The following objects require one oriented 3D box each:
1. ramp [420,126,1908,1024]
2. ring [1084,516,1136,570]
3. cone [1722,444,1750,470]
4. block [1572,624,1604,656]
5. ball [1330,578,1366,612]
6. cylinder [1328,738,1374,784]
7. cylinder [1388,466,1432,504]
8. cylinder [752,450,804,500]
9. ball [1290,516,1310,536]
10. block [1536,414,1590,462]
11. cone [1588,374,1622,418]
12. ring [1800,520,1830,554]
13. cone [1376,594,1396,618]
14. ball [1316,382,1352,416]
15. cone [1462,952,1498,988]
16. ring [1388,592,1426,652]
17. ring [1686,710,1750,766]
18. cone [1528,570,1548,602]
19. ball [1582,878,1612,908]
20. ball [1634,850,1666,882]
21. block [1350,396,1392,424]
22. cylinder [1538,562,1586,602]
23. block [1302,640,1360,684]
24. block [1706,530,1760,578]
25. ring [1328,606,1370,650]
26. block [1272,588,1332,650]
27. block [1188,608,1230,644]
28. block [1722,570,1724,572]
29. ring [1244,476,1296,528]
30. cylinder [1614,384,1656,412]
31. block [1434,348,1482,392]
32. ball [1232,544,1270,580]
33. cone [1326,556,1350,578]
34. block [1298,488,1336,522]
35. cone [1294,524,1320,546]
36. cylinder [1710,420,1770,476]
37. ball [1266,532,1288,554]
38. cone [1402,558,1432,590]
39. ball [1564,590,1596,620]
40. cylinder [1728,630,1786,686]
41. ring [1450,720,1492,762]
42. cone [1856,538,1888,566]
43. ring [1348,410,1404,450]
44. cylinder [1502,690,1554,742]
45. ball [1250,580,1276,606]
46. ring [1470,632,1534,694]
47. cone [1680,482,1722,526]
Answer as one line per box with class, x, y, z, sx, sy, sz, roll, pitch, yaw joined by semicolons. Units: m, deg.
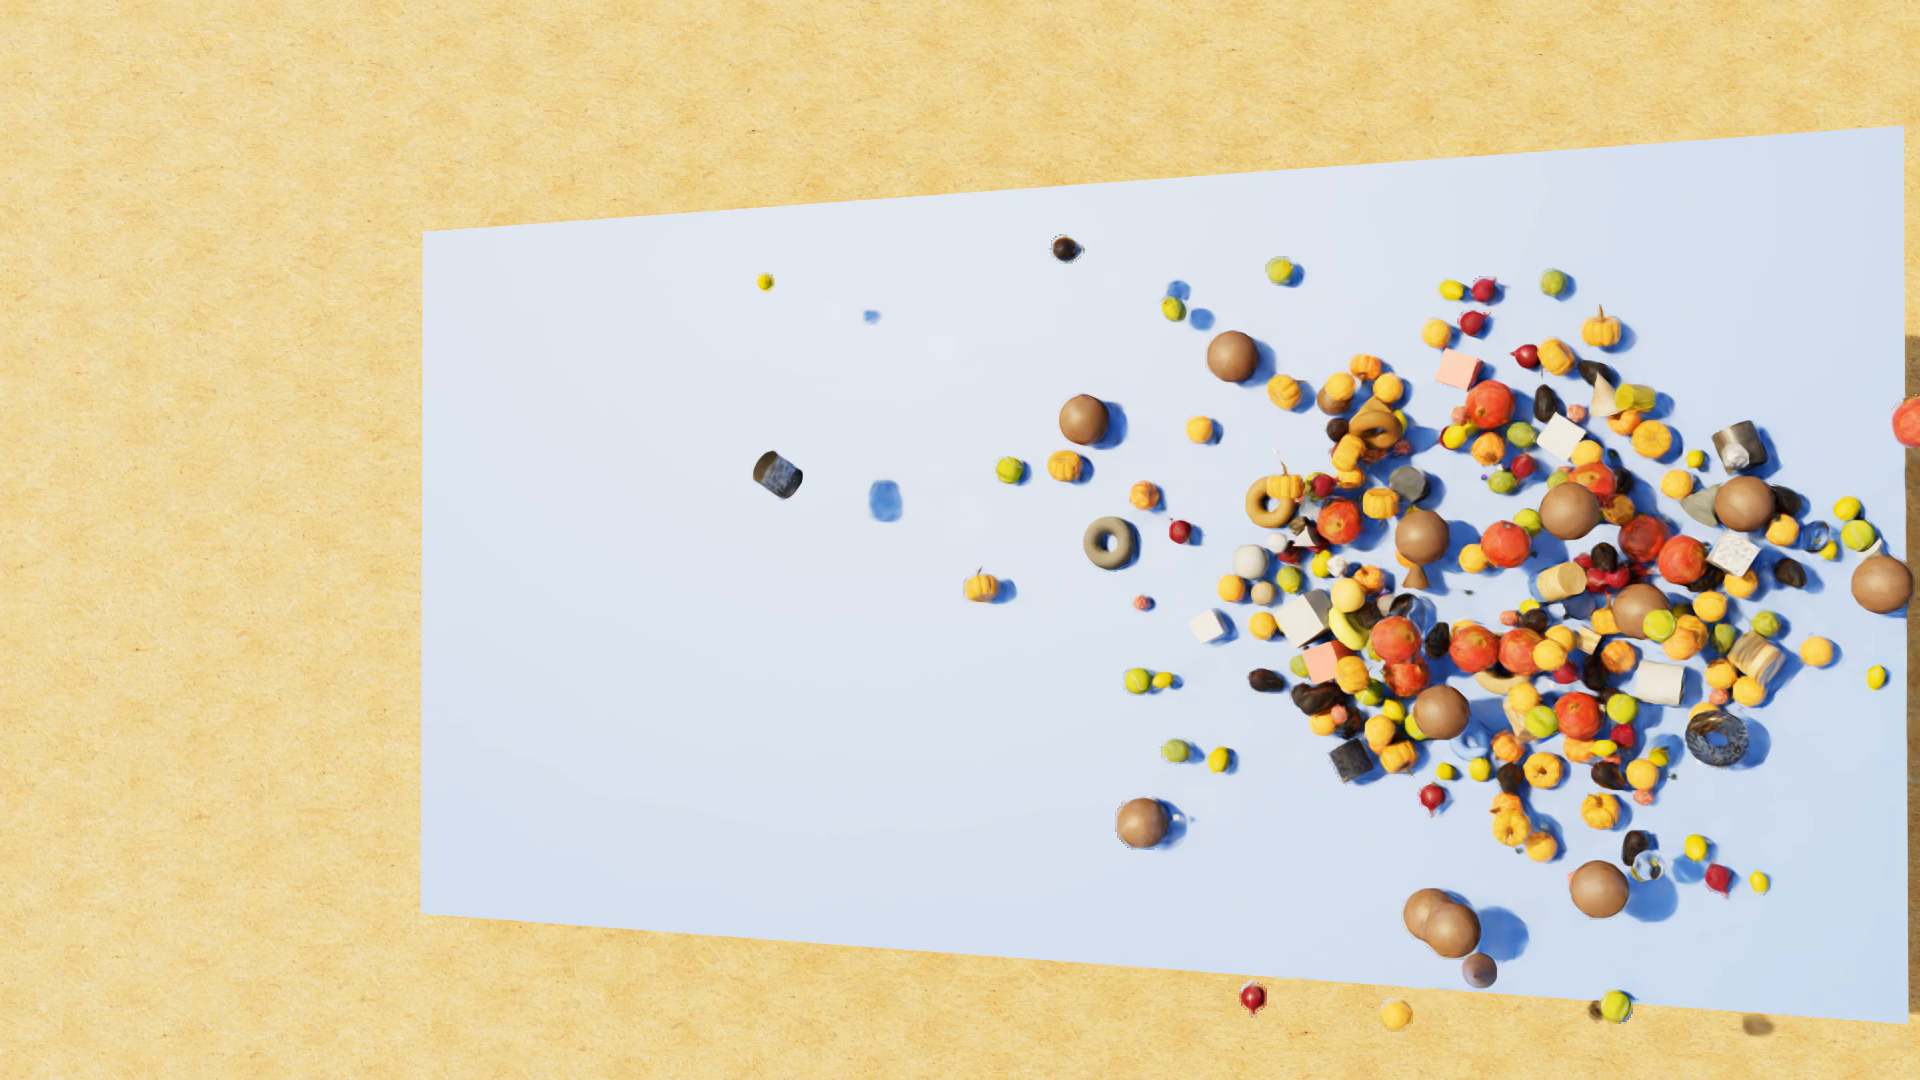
ramp;0.283;0.085;5.720;4.000;0.100;2.000;0;89;23
ring;0.381;0.007;5.601;0.139;0.046;0.139;0;91;22
cone;1.720;-0.174;4.912;0.064;0.064;0.064;-35;89;-41
block;1.467;0.233;5.133;0.051;0.051;0.051;28;105;21
ball;0.931;0.133;5.277;0.085;0.085;0.085;0;89;0
cylinder;0.949;0.535;5.334;0.083;0.083;0.083;-27;78;0
cylinder;1.081;-0.132;5.284;0.087;0.087;0.087;0;89;23
cylinder;-0.465;-0.166;5.616;0.092;0.092;0.092;35;89;-34
ball;0.836;-0.035;5.405;0.052;0.052;0.052;0;89;0
block;1.412;-0.239;5.147;0.083;0.083;0.083;36;103;19
cone;1.488;-0.347;5.090;0.092;0.092;0.092;-24;113;0
ring;1.921;-0.007;4.939;0.027;0.080;0.080;18;89;-19
cone;1.031;0.176;5.275;0.064;0.064;0.064;3;131;4
ball;0.913;-0.344;5.358;0.086;0.086;0.086;0;89;0
cone;1.224;1.028;5.210;0.086;0.086;0.086;0;89;23
ring;1.069;0.196;5.257;0.048;0.143;0.143;-5;89;39
ring;1.708;0.448;4.961;0.139;0.046;0.139;14;118;27
cone;1.344;0.102;5.135;0.078;0.078;0.078;-9;76;41
ball;1.480;0.822;5.114;0.068;0.068;0.068;0;89;0
ball;1.553;0.732;4.949;0.070;0.070;0.070;0;89;0
block;0.987;-0.297;5.287;0.060;0.060;0.060;40;51;5
cylinder;1.394;0.097;5.094;0.079;0.079;0.079;6;74;-21
block;0.901;0.294;5.343;0.086;0.086;0.086;-25;79;38
block;1.719;0.032;4.893;0.076;0.076;0.076;33;94;9
ring;0.942;0.211;5.318;0.127;0.127;0.042;48;122;1
block;0.848;0.190;5.358;0.100;0.100;0.100;-40;75;34
block;0.622;0.216;5.485;0.066;0.066;0.066;-30;78;20
block;1.759;0.035;5.011;0.058;0.058;0.058;-18;83;22
ring;0.768;-0.092;5.440;0.130;0.043;0.130;0;89;23
cylinder;1.549;-0.326;5.044;0.064;0.064;0.064;4;89;-23
block;1.190;-0.404;5.245;0.080;0.080;0.080;22;98;22
ball;0.719;0.053;5.433;0.090;0.090;0.090;0;89;0
cone;0.913;0.077;5.316;0.055;0.055;0.055;5;122;9
block;0.875;-0.086;5.383;0.061;0.061;0.061;27;99;24
cone;0.831;0.003;5.337;0.060;0.060;0.060;-29;89;27
cylinder;1.768;-0.208;4.986;0.096;0.096;0.096;-20;77;0
ball;0.772;0.008;5.345;0.053;0.053;0.053;0;89;0
cone;1.090;0.075;5.244;0.072;0.072;0.072;1;99;0
ball;1.447;0.150;5.134;0.073;0.073;0.073;0;89;0
cylinder;1.791;0.264;4.943;0.088;0.088;0.088;-44;56;0
ring;1.219;0.478;5.247;0.102;0.034;0.102;0;91;23
cone;2.048;0.038;4.905;0.062;0.062;0.062;44;89;-2
ring;0.989;-0.261;5.228;0.128;0.128;0.043;5;56;0
cylinder;1.331;0.412;5.155;0.089;0.089;0.089;-18;55;0
ball;0.750;0.132;5.434;0.062;0.062;0.062;0;89;0
ring;1.283;0.293;5.208;0.149;0.050;0.149;2;95;28
cone;1.713;-0.098;5.020;0.095;0.095;0.095;40;80;0
